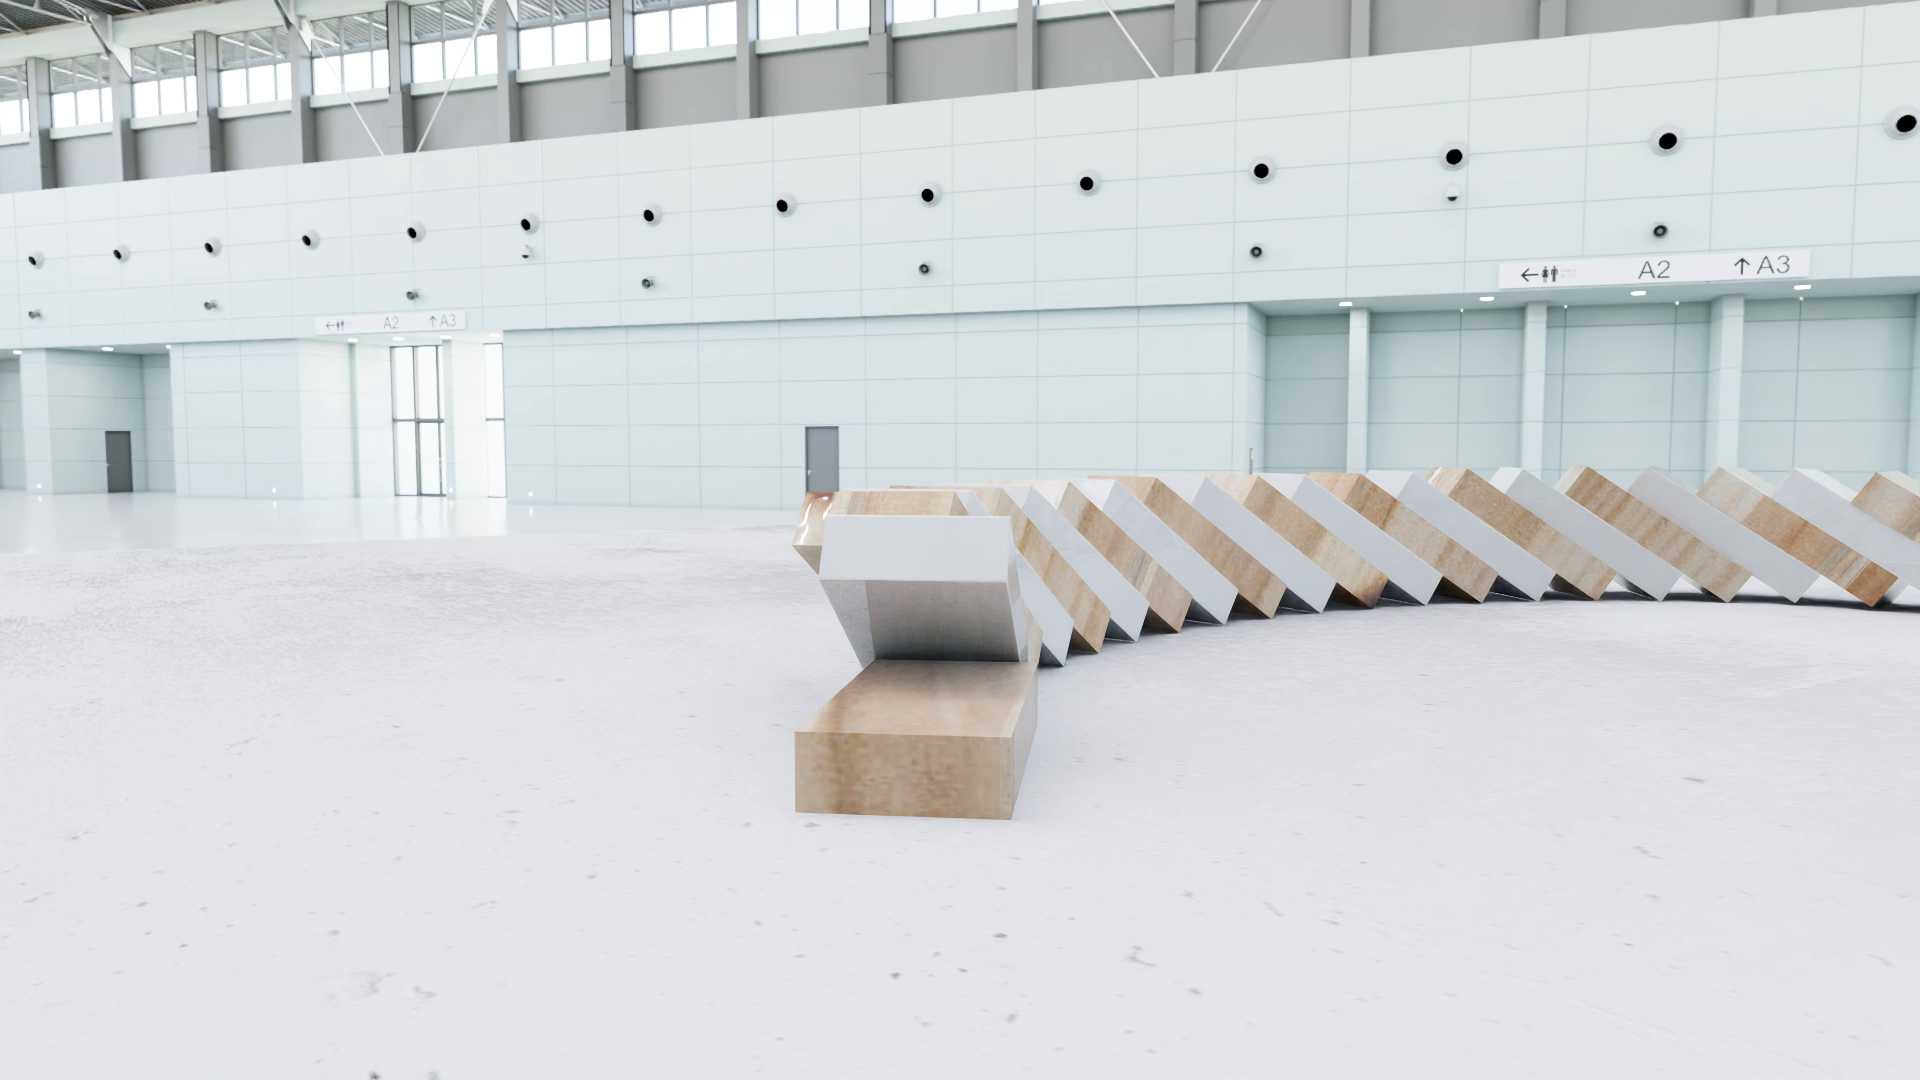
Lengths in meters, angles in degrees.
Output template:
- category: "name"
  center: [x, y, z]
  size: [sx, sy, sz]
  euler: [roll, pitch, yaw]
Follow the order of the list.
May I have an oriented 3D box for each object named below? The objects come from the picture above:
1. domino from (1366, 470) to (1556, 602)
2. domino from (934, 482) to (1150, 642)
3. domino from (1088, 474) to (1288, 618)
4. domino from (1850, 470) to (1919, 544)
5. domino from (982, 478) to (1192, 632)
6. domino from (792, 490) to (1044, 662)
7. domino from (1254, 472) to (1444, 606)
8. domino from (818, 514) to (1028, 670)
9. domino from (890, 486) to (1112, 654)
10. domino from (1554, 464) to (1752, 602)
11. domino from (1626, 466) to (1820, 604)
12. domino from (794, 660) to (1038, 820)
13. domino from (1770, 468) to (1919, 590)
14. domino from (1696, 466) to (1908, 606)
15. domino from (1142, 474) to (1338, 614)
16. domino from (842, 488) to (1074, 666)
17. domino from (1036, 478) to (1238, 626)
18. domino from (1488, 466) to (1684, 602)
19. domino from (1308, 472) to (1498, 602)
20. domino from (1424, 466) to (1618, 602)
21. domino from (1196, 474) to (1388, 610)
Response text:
- category: "domino"
  center: [0.136, -0.002, 0.354]
  size: [0.050, 0.010, 0.025]
  euler: [33, -1, -9]
- category: "domino"
  center: [0.016, 0.005, 0.268]
  size: [0.025, 0.009, 0.050]
  euler: [4, -27, 41]
- category: "domino"
  center: [0.053, 0.002, 0.311]
  size: [0.050, 0.009, 0.025]
  euler: [35, -15, -29]
- category: "domino"
  center: [0.252, 0.001, 0.319]
  size: [0.025, 0.009, 0.050]
  euler: [-4, 39, -43]
- category: "domino"
  center: [0.027, 0.004, 0.284]
  size: [0.025, 0.010, 0.050]
  euler: [4, -26, 47]
- category: "domino"
  center: [-0.005, 0.009, 0.214]
  size: [0.025, 0.010, 0.050]
  euler: [1, -29, 22]
- category: "domino"
  center: [0.101, 0.000, 0.341]
  size: [0.050, 0.009, 0.025]
  euler: [33, -6, -17]
- category: "domino"
  center: [-0.004, 0.012, 0.193]
  size: [0.025, 0.010, 0.050]
  euler: [1, -25, 6]
- category: "domino"
  center: [0.008, 0.006, 0.251]
  size: [0.025, 0.010, 0.050]
  euler: [3, -27, 34]
- category: "domino"
  center: [0.192, -0.003, 0.359]
  size: [0.050, 0.010, 0.025]
  euler: [37, 13, 11]
- category: "domino"
  center: [0.213, -0.002, 0.357]
  size: [0.050, 0.010, 0.025]
  euler: [42, 25, 27]
- category: "domino"
  center: [-0.004, 0.025, 0.171]
  size: [0.025, 0.010, 0.050]
  euler: [1, 4, 7]
- category: "domino"
  center: [0.241, -0.001, 0.334]
  size: [0.025, 0.010, 0.050]
  euler: [-2, 37, -44]
- category: "domino"
  center: [0.229, -0.002, 0.347]
  size: [0.025, 0.009, 0.050]
  euler: [-1, 37, -44]
- category: "domino"
  center: [0.068, 0.001, 0.322]
  size: [0.050, 0.009, 0.025]
  euler: [34, -12, -26]
- category: "domino"
  center: [0.000, 0.008, 0.233]
  size: [0.025, 0.010, 0.050]
  euler: [2, -28, 29]
- category: "domino"
  center: [0.040, 0.003, 0.298]
  size: [0.050, 0.010, 0.025]
  euler: [37, -20, -35]
- category: "domino"
  center: [0.173, -0.002, 0.360]
  size: [0.050, 0.009, 0.025]
  euler: [35, 9, 6]
- category: "domino"
  center: [0.118, -0.001, 0.348]
  size: [0.050, 0.009, 0.025]
  euler: [32, -5, -15]
- category: "domino"
  center: [0.154, -0.002, 0.358]
  size: [0.050, 0.010, 0.025]
  euler: [34, 4, -2]
- category: "domino"
  center: [0.084, 0.000, 0.332]
  size: [0.050, 0.009, 0.025]
  euler: [34, -10, -23]
